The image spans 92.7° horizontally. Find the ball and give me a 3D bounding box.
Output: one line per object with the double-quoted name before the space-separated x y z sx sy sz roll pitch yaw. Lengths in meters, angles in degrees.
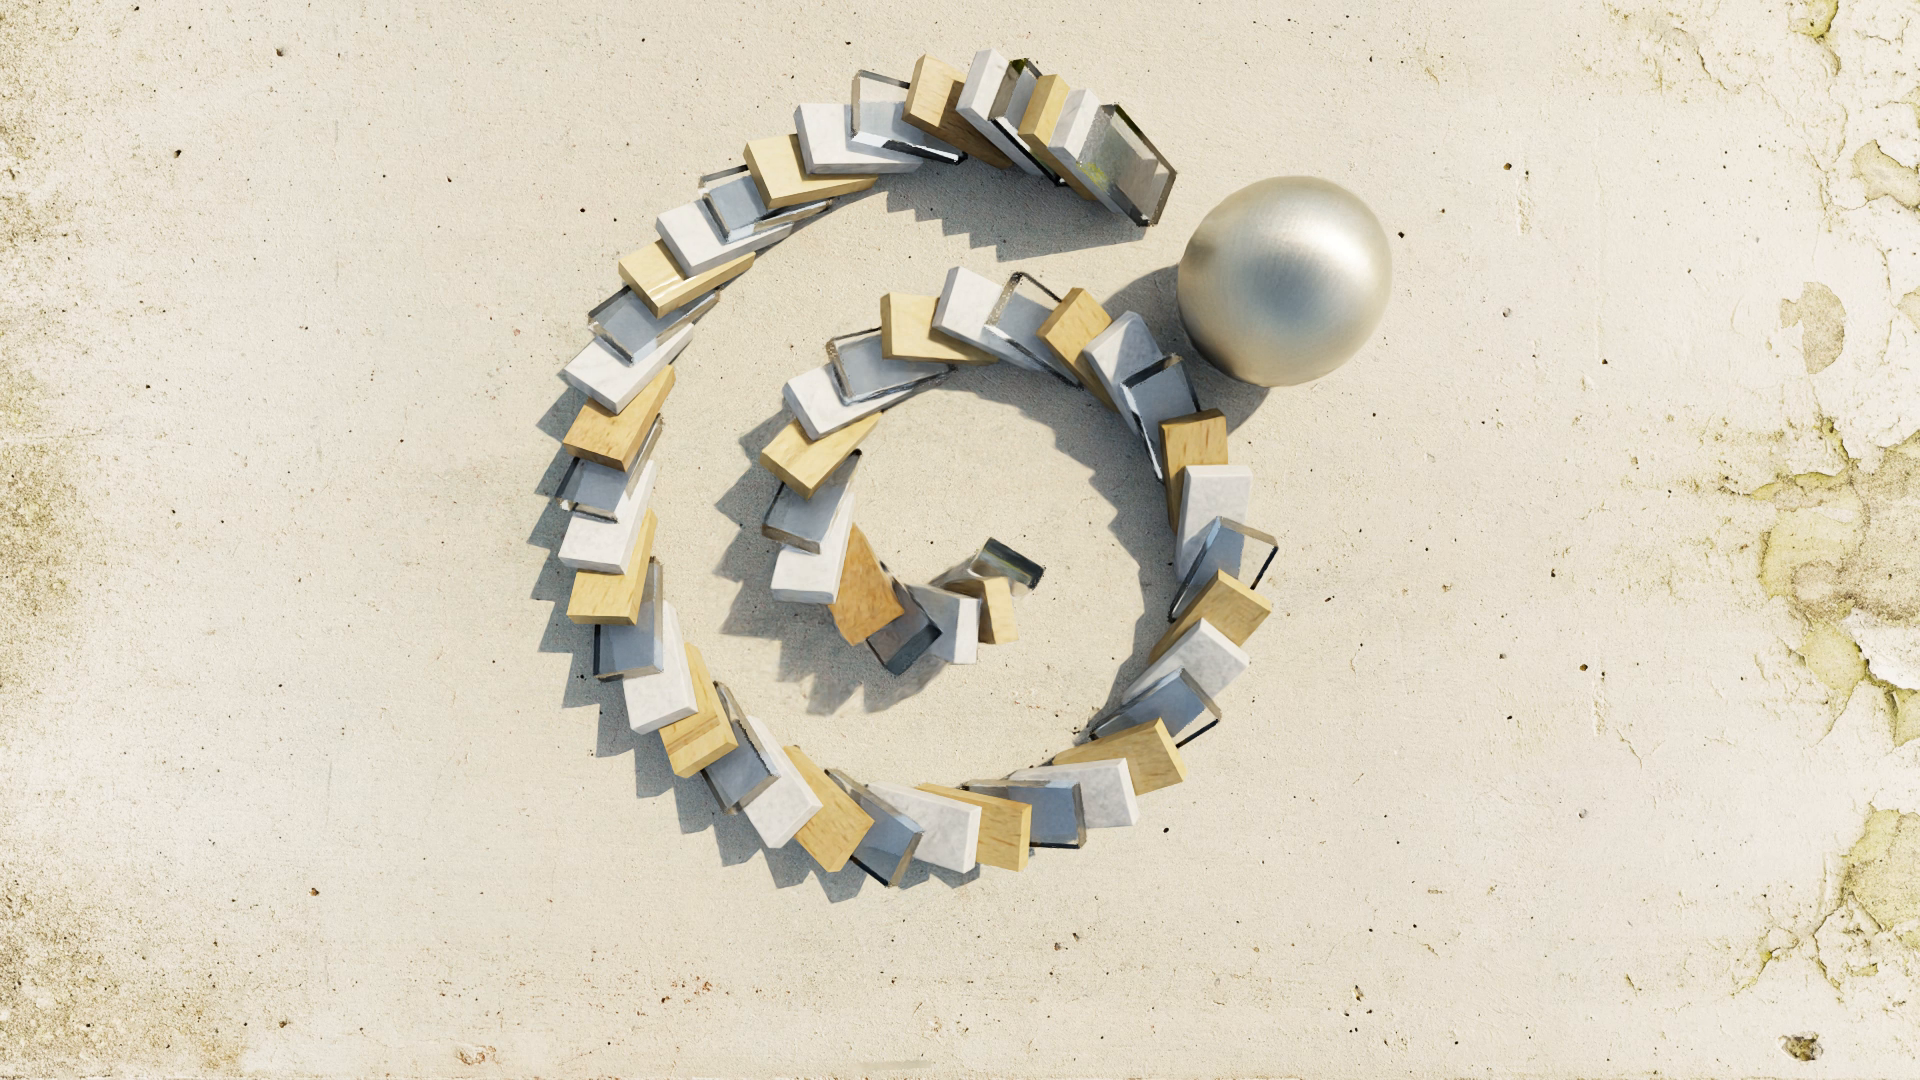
"ball" 0.126 -0.100 0.360 0.080 0.080 0.080 0 90 0

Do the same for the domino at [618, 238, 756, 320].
"domino" -0.114 -0.116 0.384 0.050 0.010 0.025 -40 89 -27

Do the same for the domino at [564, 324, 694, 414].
"domino" -0.138 -0.079 0.384 0.025 0.010 0.050 34 62 0

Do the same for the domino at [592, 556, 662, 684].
"domino" -0.139 0.033 0.384 0.025 0.009 0.050 -10 62 0

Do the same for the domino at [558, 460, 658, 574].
"domino" -0.147 -0.012 0.384 0.025 0.009 0.050 8 63 0

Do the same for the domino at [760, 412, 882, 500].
"domino" -0.058 -0.043 0.383 0.025 0.009 0.050 38 58 0

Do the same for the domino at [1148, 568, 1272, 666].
"domino" 0.104 0.039 0.384 0.025 0.009 0.050 32 118 0

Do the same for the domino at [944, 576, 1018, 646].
"domino" 0.008 0.028 0.375 0.009 0.050 0.025 -11 90 -19

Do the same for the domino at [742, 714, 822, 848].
"domino" -0.082 0.101 0.384 0.025 0.010 0.050 -45 62 0

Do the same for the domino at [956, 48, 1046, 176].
"domino" 0.022 -0.176 0.379 0.010 0.050 0.025 20 90 44

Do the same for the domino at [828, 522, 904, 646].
"domino" -0.044 0.017 0.380 0.025 0.010 0.050 -33 48 1

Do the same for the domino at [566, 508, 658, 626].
"domino" -0.145 0.010 0.384 0.025 0.009 0.050 2 62 0

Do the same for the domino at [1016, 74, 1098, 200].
"domino" 0.046 -0.165 0.379 0.010 0.050 0.025 21 90 43

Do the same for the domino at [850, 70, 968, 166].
"domino" -0.021 -0.176 0.384 0.050 0.009 0.025 1 90 -29

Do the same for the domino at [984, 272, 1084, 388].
"domino" 0.037 -0.087 0.384 0.050 0.010 0.025 29 90 -29

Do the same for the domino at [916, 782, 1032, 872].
"domino" 0.004 0.120 0.384 0.050 0.010 0.025 4 90 27

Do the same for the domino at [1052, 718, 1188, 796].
"domino" 0.066 0.095 0.384 0.050 0.009 0.025 -27 90 29

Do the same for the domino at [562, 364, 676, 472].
"domino" -0.142 -0.055 0.384 0.025 0.010 0.050 18 63 0

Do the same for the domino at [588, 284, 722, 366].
"domino" -0.127 -0.098 0.384 0.025 0.010 0.050 41 62 1

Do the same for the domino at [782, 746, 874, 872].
"domino" -0.062 0.112 0.384 0.050 0.009 0.025 35 90 28

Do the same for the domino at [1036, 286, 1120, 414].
"domino" 0.057 -0.079 0.384 0.050 0.010 0.025 39 90 -29

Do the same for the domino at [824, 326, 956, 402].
"domino" -0.029 -0.076 0.384 0.050 0.010 0.025 -20 90 -30

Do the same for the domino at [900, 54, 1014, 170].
"domino" 0.002 -0.178 0.384 0.050 0.010 0.025 15 90 -29

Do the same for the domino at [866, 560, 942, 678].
"domino" -0.029 0.031 0.378 0.025 0.050 0.010 -44 130 1

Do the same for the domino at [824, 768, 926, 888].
"domino" -0.041 0.120 0.384 0.050 0.010 0.025 27 90 28

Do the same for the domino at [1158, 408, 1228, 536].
"domino" 0.099 -0.028 0.384 0.025 0.010 0.050 -13 118 0

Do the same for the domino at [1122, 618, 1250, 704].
"domino" 0.094 0.059 0.384 0.025 0.009 0.050 39 118 0

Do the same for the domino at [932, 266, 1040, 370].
"domino" 0.015 -0.092 0.384 0.050 0.010 0.025 18 89 -29

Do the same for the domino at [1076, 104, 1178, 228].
"domino" 0.070 -0.154 0.379 0.010 0.050 0.025 21 90 43

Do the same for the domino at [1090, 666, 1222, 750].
"domino" 0.081 0.077 0.384 0.025 0.010 0.050 48 118 0

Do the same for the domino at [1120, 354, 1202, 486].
"domino" 0.088 -0.049 0.383 0.025 0.009 0.050 -29 119 -1

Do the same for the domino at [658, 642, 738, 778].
"domino" -0.114 0.071 0.384 0.025 0.009 0.050 -32 62 0

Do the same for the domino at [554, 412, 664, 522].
"domino" -0.146 -0.034 0.384 0.025 0.010 0.050 14 63 0

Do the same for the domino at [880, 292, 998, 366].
"domino" -0.008 -0.088 0.383 0.050 0.009 0.025 -2 90 -30

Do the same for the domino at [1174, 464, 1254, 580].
"domino" 0.105 -0.007 0.383 0.025 0.010 0.050 -1 120 0

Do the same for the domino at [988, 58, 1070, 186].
"domino" 0.034 -0.171 0.379 0.009 0.050 0.025 21 89 43

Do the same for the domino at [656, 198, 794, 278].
"domino" -0.098 -0.132 0.384 0.050 0.009 0.025 -34 89 -27

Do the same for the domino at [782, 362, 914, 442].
"domino" -0.046 -0.063 0.383 0.050 0.010 0.025 -31 90 -30

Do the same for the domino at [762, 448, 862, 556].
"domino" -0.061 -0.020 0.382 0.025 0.009 0.050 18 57 1

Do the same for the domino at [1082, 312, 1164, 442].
"domino" 0.075 -0.067 0.384 0.025 0.009 0.050 -40 118 -2

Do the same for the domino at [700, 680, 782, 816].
"domino" -0.099 0.087 0.384 0.025 0.010 0.050 -40 62 0

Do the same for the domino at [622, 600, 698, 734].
"domino" -0.128 0.053 0.384 0.025 0.010 0.050 -22 62 0

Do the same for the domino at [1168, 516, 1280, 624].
"domino" 0.109 0.017 0.384 0.025 0.010 0.050 21 119 -1

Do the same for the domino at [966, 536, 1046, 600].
"domino" 0.018 0.012 0.375 0.025 0.050 0.009 31 81 0

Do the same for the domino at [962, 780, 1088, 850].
"domino" 0.027 0.114 0.384 0.050 0.009 0.025 -7 90 28

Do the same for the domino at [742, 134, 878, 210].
"domino" -0.062 -0.157 0.384 0.050 0.010 0.025 -23 90 -27

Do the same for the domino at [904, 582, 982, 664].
"domino" -0.010 0.033 0.376 0.010 0.050 0.025 4 93 -31

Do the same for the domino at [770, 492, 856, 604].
"domino" -0.060 0.002 0.381 0.025 0.009 0.050 4 55 4

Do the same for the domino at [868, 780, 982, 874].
"domino" -0.017 0.119 0.384 0.050 0.009 0.025 7 90 28

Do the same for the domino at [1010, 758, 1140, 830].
"domino" 0.048 0.108 0.384 0.050 0.009 0.025 -14 90 28

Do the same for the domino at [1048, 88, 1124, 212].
"domino" 0.058 -0.160 0.379 0.010 0.050 0.025 21 90 43

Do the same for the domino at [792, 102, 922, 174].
"domino" -0.042 -0.168 0.384 0.050 0.009 0.025 -13 90 -28

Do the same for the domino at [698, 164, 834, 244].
"domino" -0.081 -0.145 0.384 0.050 0.009 0.025 -29 90 -27
